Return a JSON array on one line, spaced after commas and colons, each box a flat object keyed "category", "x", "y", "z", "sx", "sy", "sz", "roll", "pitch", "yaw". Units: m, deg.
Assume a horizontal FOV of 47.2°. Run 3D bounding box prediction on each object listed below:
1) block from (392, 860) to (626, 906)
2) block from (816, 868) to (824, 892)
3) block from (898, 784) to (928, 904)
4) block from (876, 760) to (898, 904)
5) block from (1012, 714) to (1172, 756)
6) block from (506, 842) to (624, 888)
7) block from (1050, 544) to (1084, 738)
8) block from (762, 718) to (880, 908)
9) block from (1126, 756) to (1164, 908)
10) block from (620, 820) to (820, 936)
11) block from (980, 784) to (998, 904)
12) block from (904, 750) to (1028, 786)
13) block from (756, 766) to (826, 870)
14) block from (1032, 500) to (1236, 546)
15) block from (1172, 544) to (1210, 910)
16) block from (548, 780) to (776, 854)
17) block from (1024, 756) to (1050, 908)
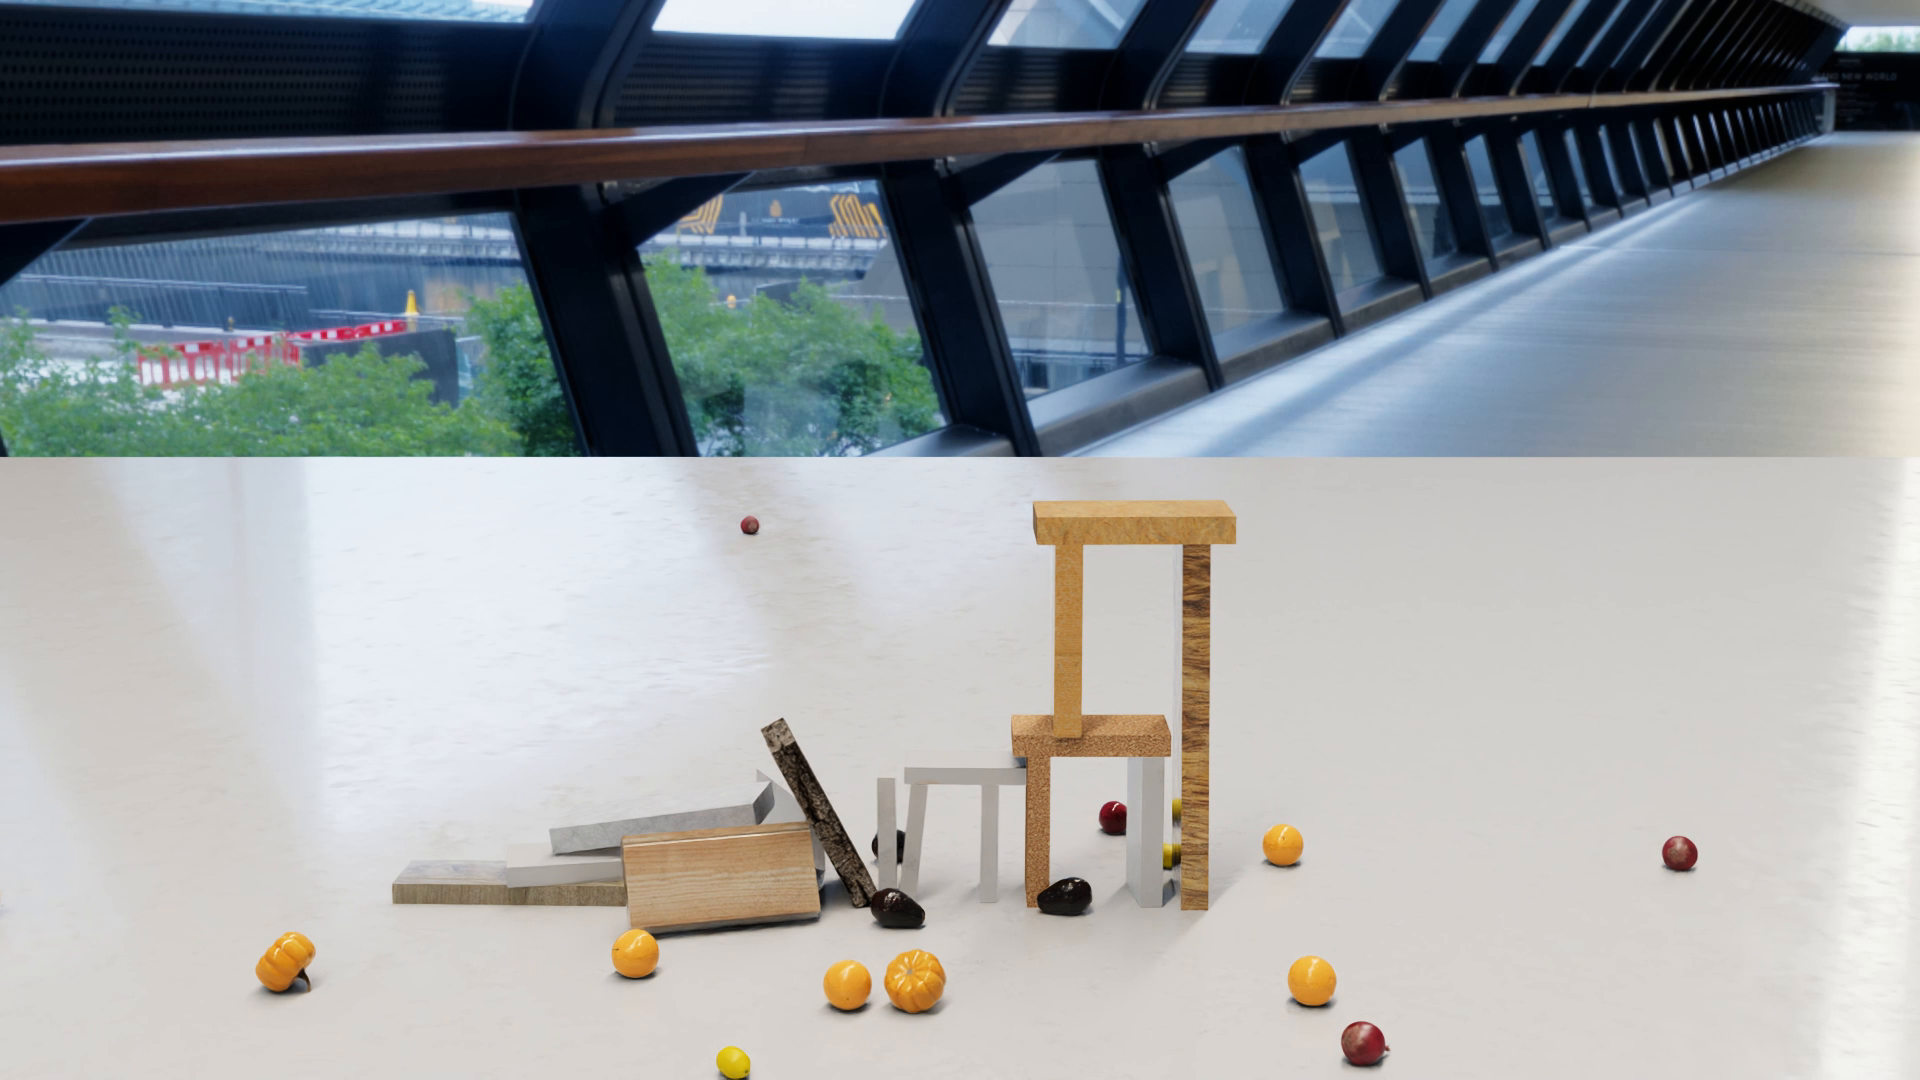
[{"category": "block", "x": -0.687, "y": 0.572, "z": 3.670, "sx": 0.489, "sy": 0.035, "sz": 0.122, "roll": 0, "pitch": 11, "yaw": 2}, {"category": "block", "x": -0.343, "y": 0.558, "z": 3.659, "sx": 0.215, "sy": 0.030, "sz": 0.108, "roll": 11, "pitch": 11, "yaw": 9}, {"category": "block", "x": -0.077, "y": 0.489, "z": 3.655, "sx": 0.029, "sy": 0.202, "sz": 0.101, "roll": 6, "pitch": 10, "yaw": -1}, {"category": "block", "x": -0.120, "y": 0.483, "z": 3.654, "sx": 0.030, "sy": 0.215, "sz": 0.108, "roll": -1, "pitch": 11, "yaw": -1}, {"category": "block", "x": 0.214, "y": 0.321, "z": 3.616, "sx": 0.256, "sy": 0.036, "sz": 0.128, "roll": 0, "pitch": 11, "yaw": 0}, {"category": "block", "x": -0.631, "y": 0.537, "z": 3.672, "sx": 0.244, "sy": 0.035, "sz": 0.122, "roll": -2, "pitch": 11, "yaw": -10}, {"category": "block", "x": 0.173, "y": 0.148, "z": 3.586, "sx": 0.045, "sy": 0.315, "sz": 0.158, "roll": 0, "pitch": 11, "yaw": 0}, {"category": "block", "x": -0.232, "y": 0.449, "z": 3.635, "sx": 0.043, "sy": 0.302, "sz": 0.151, "roll": -29, "pitch": 15, "yaw": -5}, {"category": "block", "x": 0.306, "y": 0.465, "z": 3.641, "sx": 0.036, "sy": 0.256, "sz": 0.128, "roll": -1, "pitch": 11, "yaw": -6}, {"category": "block", "x": -0.385, "y": 0.541, "z": 3.527, "sx": 0.302, "sy": 0.151, "sz": 0.043, "roll": -3, "pitch": -25, "yaw": -15}, {"category": "block", "x": 0.049, "y": 0.490, "z": 3.655, "sx": 0.029, "sy": 0.202, "sz": 0.101, "roll": 1, "pitch": 11, "yaw": 0}, {"category": "block", "x": 0.009, "y": 0.376, "z": 3.635, "sx": 0.202, "sy": 0.029, "sz": 0.101, "roll": 1, "pitch": 11, "yaw": -1}, {"category": "block", "x": -0.300, "y": 0.490, "z": 3.874, "sx": 0.035, "sy": 0.122, "sz": 0.244, "roll": -5, "pitch": 12, "yaw": -25}, {"category": "block", "x": 0.279, "y": -0.029, "z": 3.554, "sx": 0.315, "sy": 0.045, "sz": 0.158, "roll": 0, "pitch": 11, "yaw": -1}, {"category": "block", "x": 0.379, "y": 0.292, "z": 3.612, "sx": 0.045, "sy": 0.607, "sz": 0.157, "roll": -1, "pitch": 11, "yaw": 0}, {"category": "block", "x": -0.498, "y": 0.465, "z": 3.692, "sx": 0.349, "sy": 0.043, "sz": 0.151, "roll": -8, "pitch": 7, "yaw": 8}, {"category": "block", "x": 0.128, "y": 0.465, "z": 3.643, "sx": 0.036, "sy": 0.256, "sz": 0.128, "roll": 0, "pitch": 11, "yaw": 0}]
